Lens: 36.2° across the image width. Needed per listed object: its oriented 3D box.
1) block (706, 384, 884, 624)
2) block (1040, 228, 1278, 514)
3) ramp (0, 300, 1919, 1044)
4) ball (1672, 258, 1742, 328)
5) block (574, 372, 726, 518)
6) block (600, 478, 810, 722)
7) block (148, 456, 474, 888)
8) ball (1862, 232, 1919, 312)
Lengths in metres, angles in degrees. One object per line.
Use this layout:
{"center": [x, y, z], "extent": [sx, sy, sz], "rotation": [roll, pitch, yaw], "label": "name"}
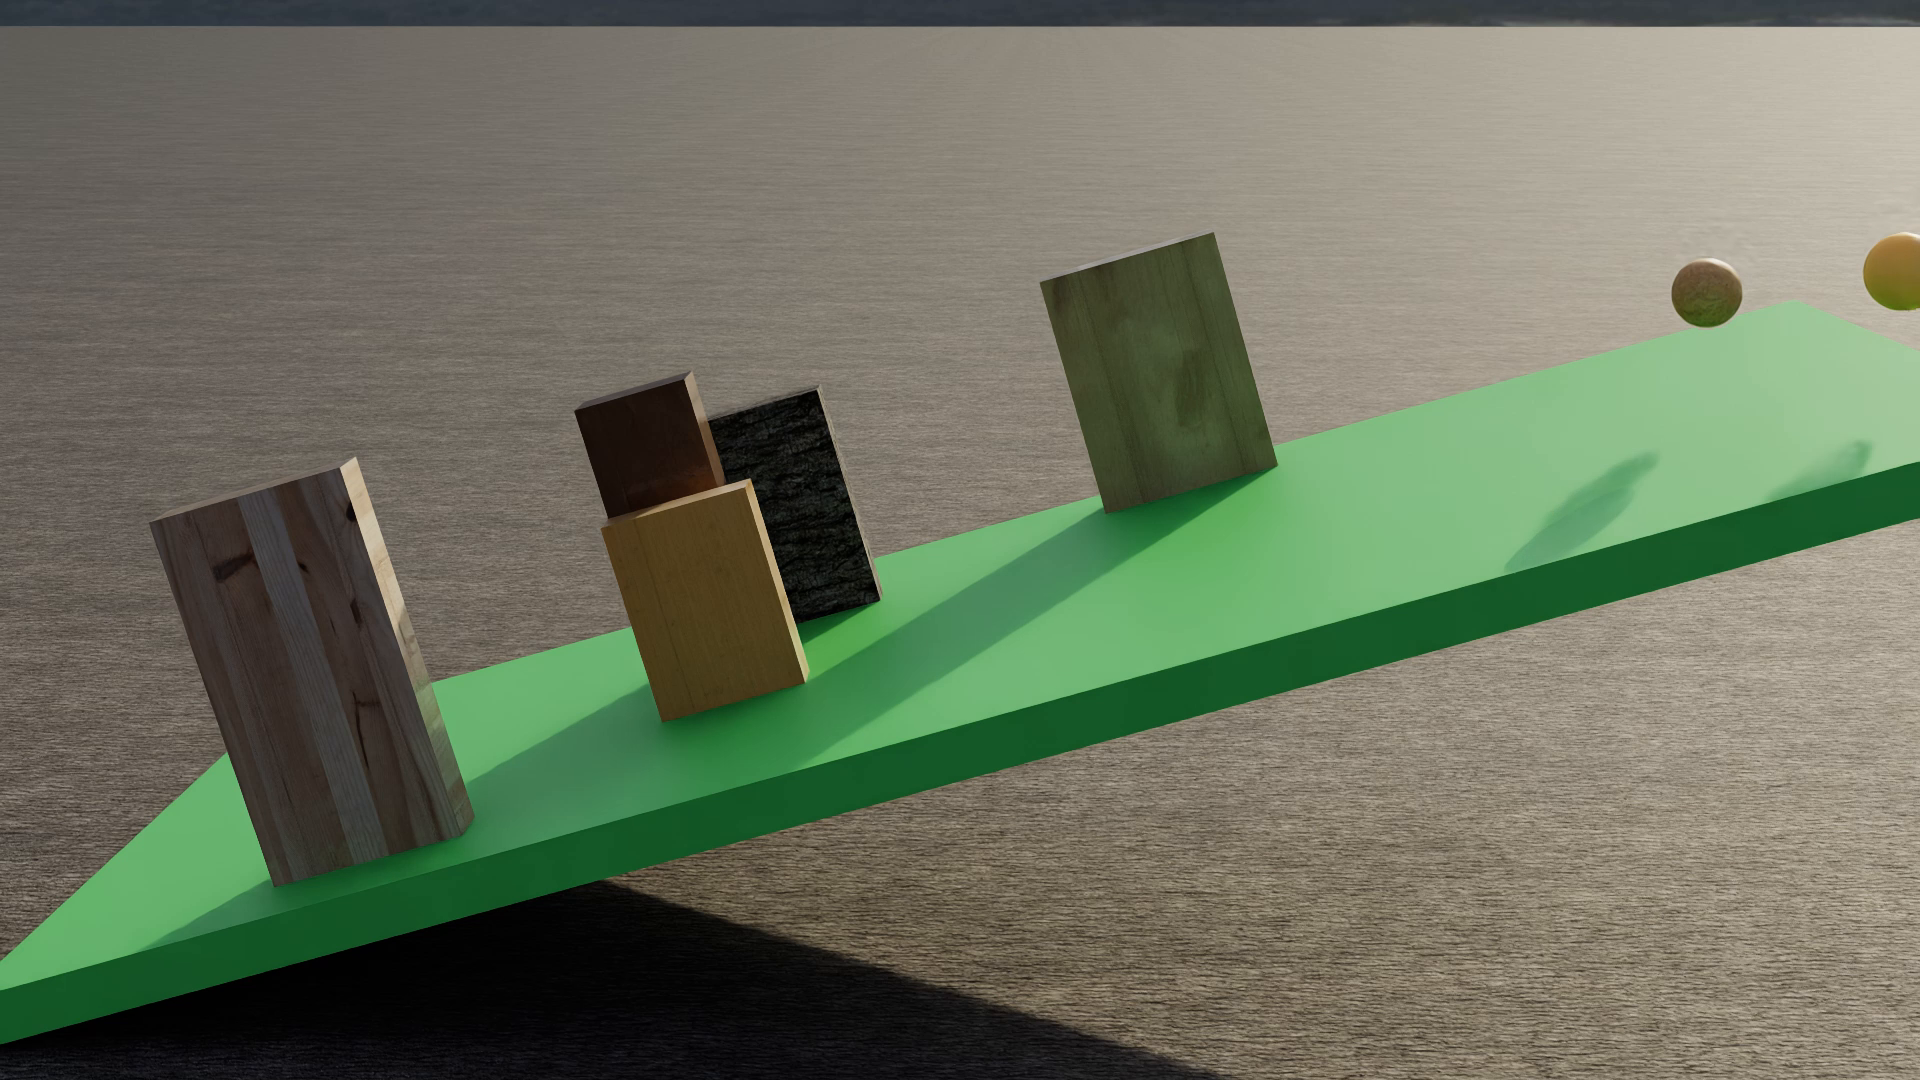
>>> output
{"center": [-0.418, -0.064, 6.771], "extent": [0.347, 0.507, 0.104], "rotation": [-16, 10, 5], "label": "block"}
{"center": [0.471, -0.401, 6.987], "extent": [0.424, 0.574, 0.118], "rotation": [-16, 10, 5], "label": "block"}
{"center": [0.089, 0.187, 6.321], "extent": [4.000, 0.100, 2.000], "rotation": [-16, 10, 5], "label": "ramp"}
{"center": [1.596, -0.528, 6.283], "extent": [0.149, 0.149, 0.149], "rotation": [0, 11, 0], "label": "ball"}
{"center": [-0.610, -0.013, 6.372], "extent": [0.246, 0.652, 0.140], "rotation": [-16, 10, 5], "label": "block"}
{"center": [-0.529, 0.126, 6.128], "extent": [0.312, 0.428, 0.113], "rotation": [-16, 10, 5], "label": "block"}
{"center": [-1.240, 0.255, 5.652], "extent": [0.382, 0.743, 0.130], "rotation": [-16, 10, 5], "label": "block"}
{"center": [1.871, -0.532, 5.833], "extent": [0.155, 0.155, 0.155], "rotation": [0, 11, 0], "label": "ball"}
